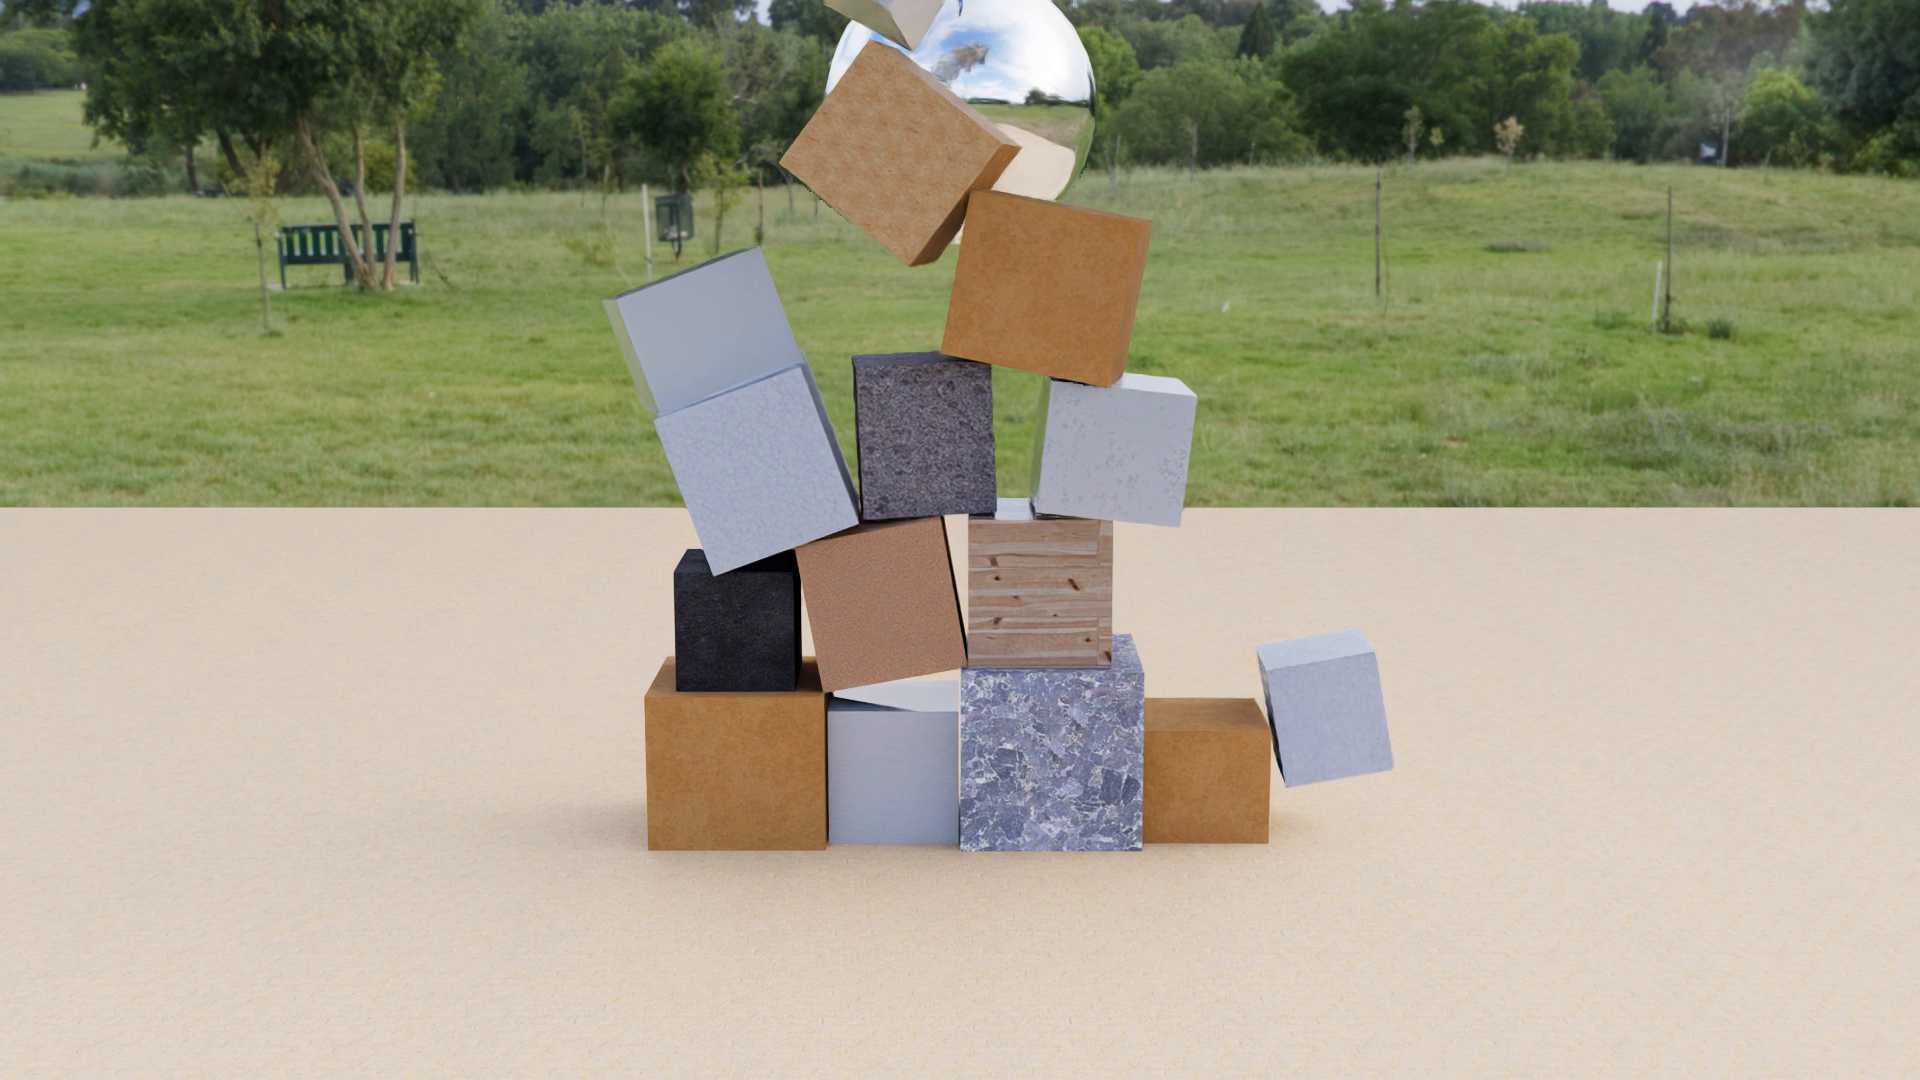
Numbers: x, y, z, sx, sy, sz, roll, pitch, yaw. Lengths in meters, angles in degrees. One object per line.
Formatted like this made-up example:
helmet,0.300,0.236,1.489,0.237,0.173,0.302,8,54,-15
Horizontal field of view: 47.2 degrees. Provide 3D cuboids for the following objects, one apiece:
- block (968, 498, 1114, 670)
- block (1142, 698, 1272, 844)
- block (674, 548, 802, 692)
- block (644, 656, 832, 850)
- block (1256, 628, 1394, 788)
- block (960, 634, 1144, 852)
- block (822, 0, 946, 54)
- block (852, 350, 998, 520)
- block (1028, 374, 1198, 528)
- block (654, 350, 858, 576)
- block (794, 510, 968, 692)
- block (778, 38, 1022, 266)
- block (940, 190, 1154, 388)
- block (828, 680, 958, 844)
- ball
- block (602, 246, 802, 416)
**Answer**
block,0.398,0.212,11.185,0.713,0.752,0.668,0,10,0
block,1.241,1.186,11.402,0.642,0.587,0.674,0,10,0
block,-1.126,0.401,11.243,0.593,0.607,0.641,0,10,-1
block,-1.118,1.088,11.372,0.889,0.791,0.878,0,10,0
block,1.878,0.859,11.365,0.551,0.617,0.585,-10,9,4
block,0.457,1.028,11.356,0.907,0.915,0.884,0,10,0
block,-0.358,-2.890,10.852,0.542,0.608,0.628,31,-1,13
block,-0.187,-0.546,11.148,0.664,0.756,0.637,-3,10,-4
block,0.754,-0.486,11.084,0.711,0.652,0.792,6,10,-2
block,-1.009,-0.407,11.123,0.757,0.818,0.891,-20,11,1
block,-0.392,0.263,11.242,0.731,0.760,0.754,-10,10,1
block,-0.276,-1.896,10.824,0.800,0.732,0.764,39,12,2
block,0.446,-1.263,10.921,0.834,0.796,0.808,12,11,7
block,-0.335,1.139,11.380,0.655,0.688,0.645,0,10,0
ball,0.000,-2.525,12.830,1.600,1.600,1.600,0,10,0
block,-1.314,-1.061,11.109,0.752,0.600,0.760,-22,11,-11
